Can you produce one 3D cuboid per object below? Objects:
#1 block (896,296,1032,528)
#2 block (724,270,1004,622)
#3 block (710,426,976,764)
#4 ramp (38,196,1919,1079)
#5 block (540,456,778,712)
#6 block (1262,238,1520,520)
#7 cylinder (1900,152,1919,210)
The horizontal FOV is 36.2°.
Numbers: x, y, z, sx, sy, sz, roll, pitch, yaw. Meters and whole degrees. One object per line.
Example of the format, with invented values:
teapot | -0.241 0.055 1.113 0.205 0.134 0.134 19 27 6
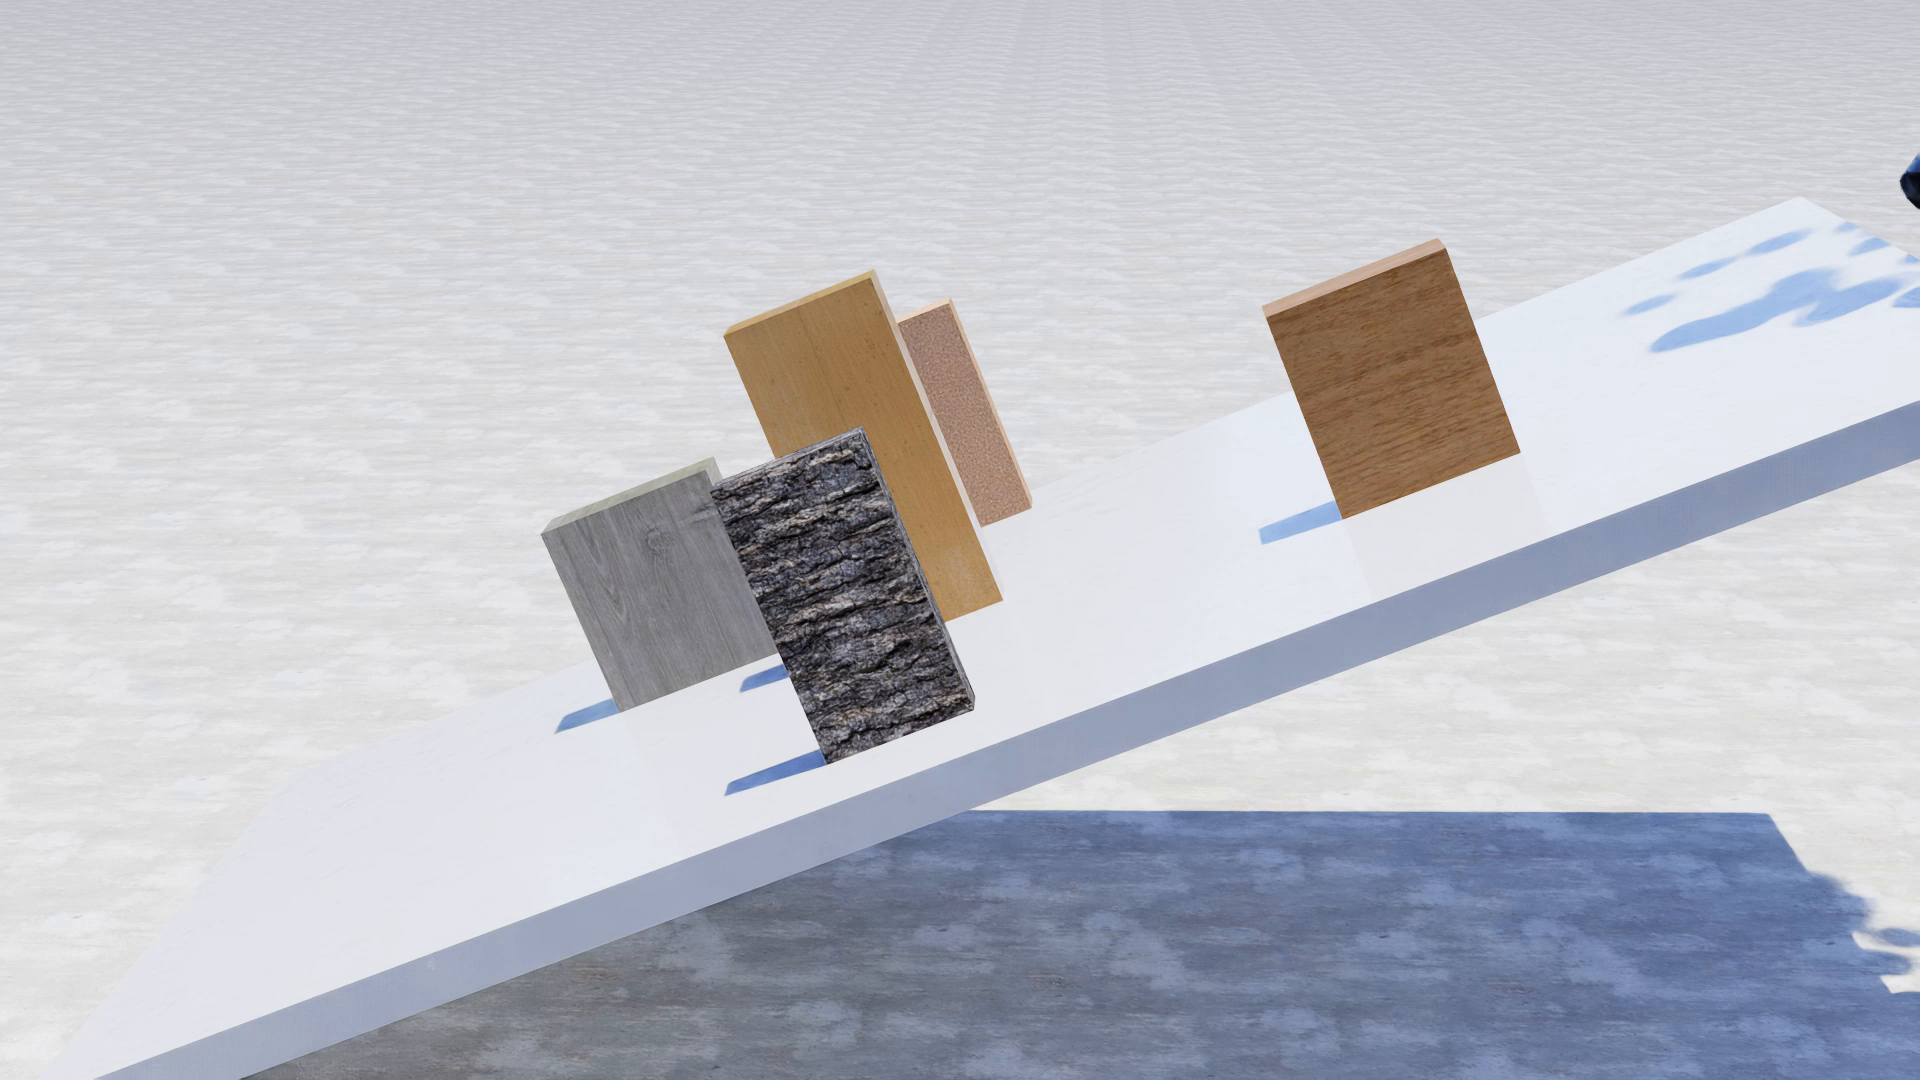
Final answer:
block | -0.101 -0.262 7.066 0.379 0.535 0.099 -21 12 7
block | -0.200 -0.164 6.298 0.336 0.749 0.121 -21 12 7
block | -0.218 0.107 5.574 0.302 0.573 0.087 -21 12 7
ramp | 0.124 0.173 6.290 4.000 0.100 2.000 -21 12 7
block | -0.668 0.102 6.702 0.406 0.451 0.145 -21 12 7
block | 0.853 -0.320 5.834 0.372 0.436 0.142 -21 12 7
cylinder | 1.956 -0.722 5.656 0.204 0.204 0.204 37 -6 5
